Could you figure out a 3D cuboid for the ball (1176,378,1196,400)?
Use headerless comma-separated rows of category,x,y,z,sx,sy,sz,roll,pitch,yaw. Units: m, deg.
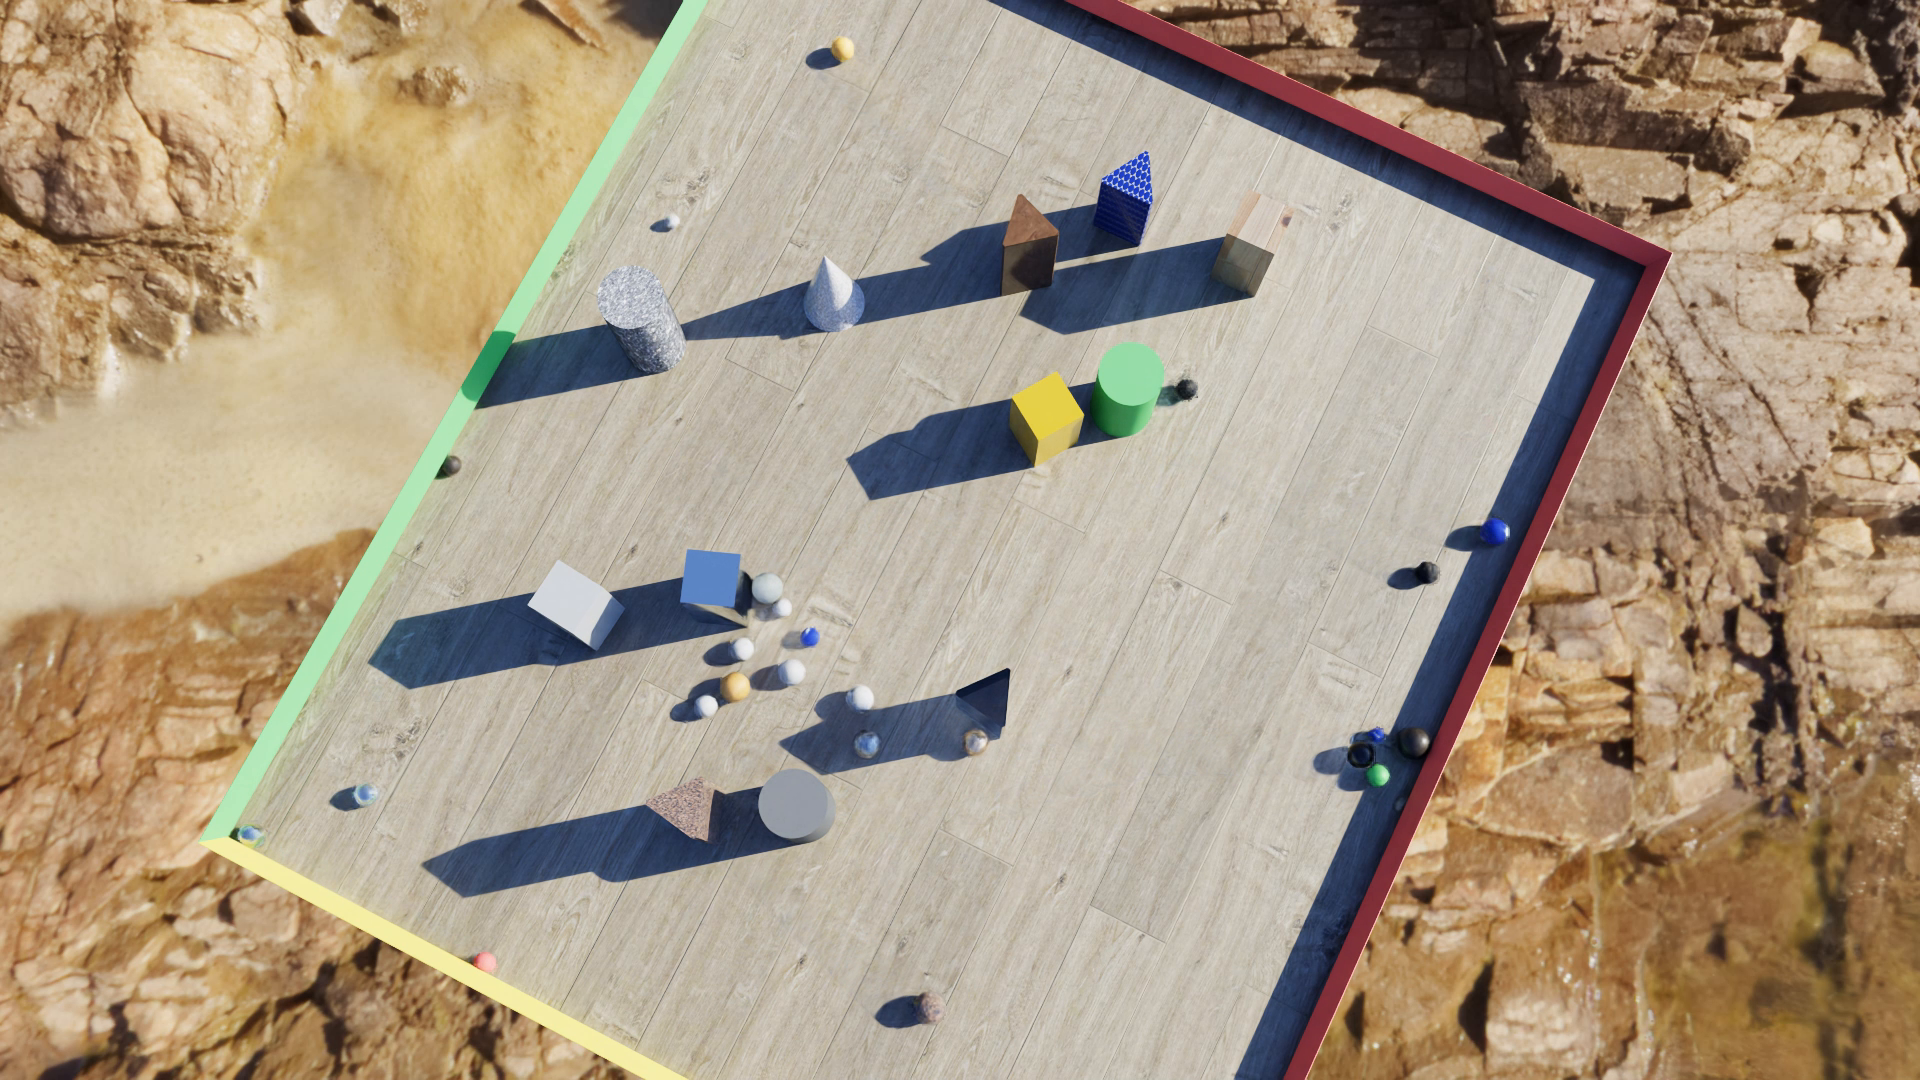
ball,0.702,-0.467,5.680,0.065,0.065,0.065,0,78,0

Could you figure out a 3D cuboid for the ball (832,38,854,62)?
ball,-0.377,-1.581,5.906,0.074,0.074,0.074,0,78,0

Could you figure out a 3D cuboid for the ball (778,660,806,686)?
ball,-0.503,0.397,5.494,0.080,0.080,0.080,0,78,0

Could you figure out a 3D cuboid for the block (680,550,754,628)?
block,-0.711,0.145,5.400,0.155,0.365,0.155,6,78,1

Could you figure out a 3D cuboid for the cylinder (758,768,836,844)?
cylinder,-0.465,0.770,5.279,0.194,0.349,0.194,0,78,0

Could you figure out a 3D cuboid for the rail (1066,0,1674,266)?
rail,0.792,-1.544,5.871,3.144,0.126,0.045,26,80,5

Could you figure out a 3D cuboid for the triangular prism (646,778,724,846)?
triangular prism,-0.746,0.752,5.222,0.168,0.468,0.145,35,80,7

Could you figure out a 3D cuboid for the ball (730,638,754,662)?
ball,-0.656,0.329,5.512,0.072,0.072,0.072,0,78,0

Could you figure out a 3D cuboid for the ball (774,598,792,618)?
ball,-0.536,0.205,5.545,0.057,0.057,0.057,0,78,0

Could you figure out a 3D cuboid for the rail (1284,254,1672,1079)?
rail,1.385,0.685,5.410,0.045,0.126,3.589,26,80,5

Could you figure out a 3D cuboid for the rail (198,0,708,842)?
rail,-1.385,-0.671,5.690,0.045,0.126,3.589,26,80,5

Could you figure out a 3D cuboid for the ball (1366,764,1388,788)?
ball,1.239,0.699,5.438,0.067,0.067,0.067,0,78,0

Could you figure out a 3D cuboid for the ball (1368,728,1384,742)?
ball,1.241,0.584,5.473,0.044,0.044,0.044,0,78,0

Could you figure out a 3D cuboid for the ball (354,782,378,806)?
ball,-1.757,0.752,5.425,0.069,0.069,0.069,0,78,0

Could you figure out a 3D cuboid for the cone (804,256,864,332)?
cone,-0.397,-0.790,5.564,0.194,0.422,0.194,0,78,0

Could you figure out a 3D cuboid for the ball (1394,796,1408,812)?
ball,1.310,0.784,5.430,0.047,0.047,0.047,0,78,0

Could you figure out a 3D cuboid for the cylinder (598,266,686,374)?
cylinder,-0.955,-0.659,5.525,0.194,0.446,0.194,0,78,0

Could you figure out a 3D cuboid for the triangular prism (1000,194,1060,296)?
triangular prism,0.192,-0.902,5.579,0.168,0.440,0.145,-13,79,-3

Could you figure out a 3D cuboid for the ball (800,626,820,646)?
ball,-0.451,0.291,5.526,0.058,0.058,0.058,0,78,0

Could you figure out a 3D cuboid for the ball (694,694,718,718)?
ball,-0.759,0.497,5.479,0.067,0.067,0.067,0,78,0

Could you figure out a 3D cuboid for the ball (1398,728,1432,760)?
ball,1.349,0.606,5.442,0.097,0.097,0.097,0,78,0

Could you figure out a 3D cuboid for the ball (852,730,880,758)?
ball,-0.280,0.605,5.448,0.085,0.085,0.085,0,78,0

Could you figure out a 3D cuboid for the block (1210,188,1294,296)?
block,0.891,-0.904,5.608,0.155,0.383,0.155,25,79,5

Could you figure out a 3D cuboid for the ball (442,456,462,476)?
ball,-1.563,-0.230,5.633,0.061,0.061,0.061,0,78,0

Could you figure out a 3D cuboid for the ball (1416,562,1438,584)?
ball,1.418,0.099,5.561,0.068,0.068,0.068,0,78,0

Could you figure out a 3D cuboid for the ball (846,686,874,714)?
ball,-0.298,0.476,5.476,0.083,0.083,0.083,0,78,0

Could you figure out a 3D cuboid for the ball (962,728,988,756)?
ball,0.044,0.601,5.451,0.081,0.081,0.081,0,78,0

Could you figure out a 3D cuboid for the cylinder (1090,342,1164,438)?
cylinder,0.501,-0.450,5.527,0.194,0.357,0.194,0,78,0

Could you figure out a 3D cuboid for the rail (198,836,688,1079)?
rail,-0.792,1.557,5.229,3.144,0.126,0.045,26,80,5

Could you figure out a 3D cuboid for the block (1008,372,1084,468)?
block,0.257,-0.360,5.527,0.155,0.322,0.155,-30,80,-6

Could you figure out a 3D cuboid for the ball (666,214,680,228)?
ball,-0.911,-1.009,5.803,0.044,0.044,0.044,0,78,0

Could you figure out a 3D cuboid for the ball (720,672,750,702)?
ball,-0.671,0.439,5.481,0.088,0.088,0.088,0,78,0

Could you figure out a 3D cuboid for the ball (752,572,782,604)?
ball,-0.583,0.145,5.539,0.094,0.094,0.094,0,78,0

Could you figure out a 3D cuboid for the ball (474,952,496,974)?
ball,-1.383,1.230,5.330,0.063,0.063,0.063,0,78,0

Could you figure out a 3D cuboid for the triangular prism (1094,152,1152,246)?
triangular prism,0.530,-1.067,5.659,0.168,0.349,0.145,26,80,5

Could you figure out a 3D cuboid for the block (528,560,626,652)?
block,-1.124,0.196,5.394,0.155,0.357,0.155,31,80,6

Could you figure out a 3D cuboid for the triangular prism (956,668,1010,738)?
triangular prism,0.098,0.456,5.350,0.168,0.338,0.145,35,80,7

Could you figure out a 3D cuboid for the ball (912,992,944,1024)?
ball,-0.091,1.350,5.291,0.090,0.090,0.090,0,78,0

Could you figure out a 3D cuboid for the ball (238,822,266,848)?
ball,-2.086,0.870,5.398,0.076,0.076,0.076,0,78,0

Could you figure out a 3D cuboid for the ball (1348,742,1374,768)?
ball,1.191,0.639,5.443,0.080,0.080,0.080,0,78,0

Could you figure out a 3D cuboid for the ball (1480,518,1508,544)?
ball,1.626,-0.026,5.581,0.080,0.080,0.080,0,78,0
